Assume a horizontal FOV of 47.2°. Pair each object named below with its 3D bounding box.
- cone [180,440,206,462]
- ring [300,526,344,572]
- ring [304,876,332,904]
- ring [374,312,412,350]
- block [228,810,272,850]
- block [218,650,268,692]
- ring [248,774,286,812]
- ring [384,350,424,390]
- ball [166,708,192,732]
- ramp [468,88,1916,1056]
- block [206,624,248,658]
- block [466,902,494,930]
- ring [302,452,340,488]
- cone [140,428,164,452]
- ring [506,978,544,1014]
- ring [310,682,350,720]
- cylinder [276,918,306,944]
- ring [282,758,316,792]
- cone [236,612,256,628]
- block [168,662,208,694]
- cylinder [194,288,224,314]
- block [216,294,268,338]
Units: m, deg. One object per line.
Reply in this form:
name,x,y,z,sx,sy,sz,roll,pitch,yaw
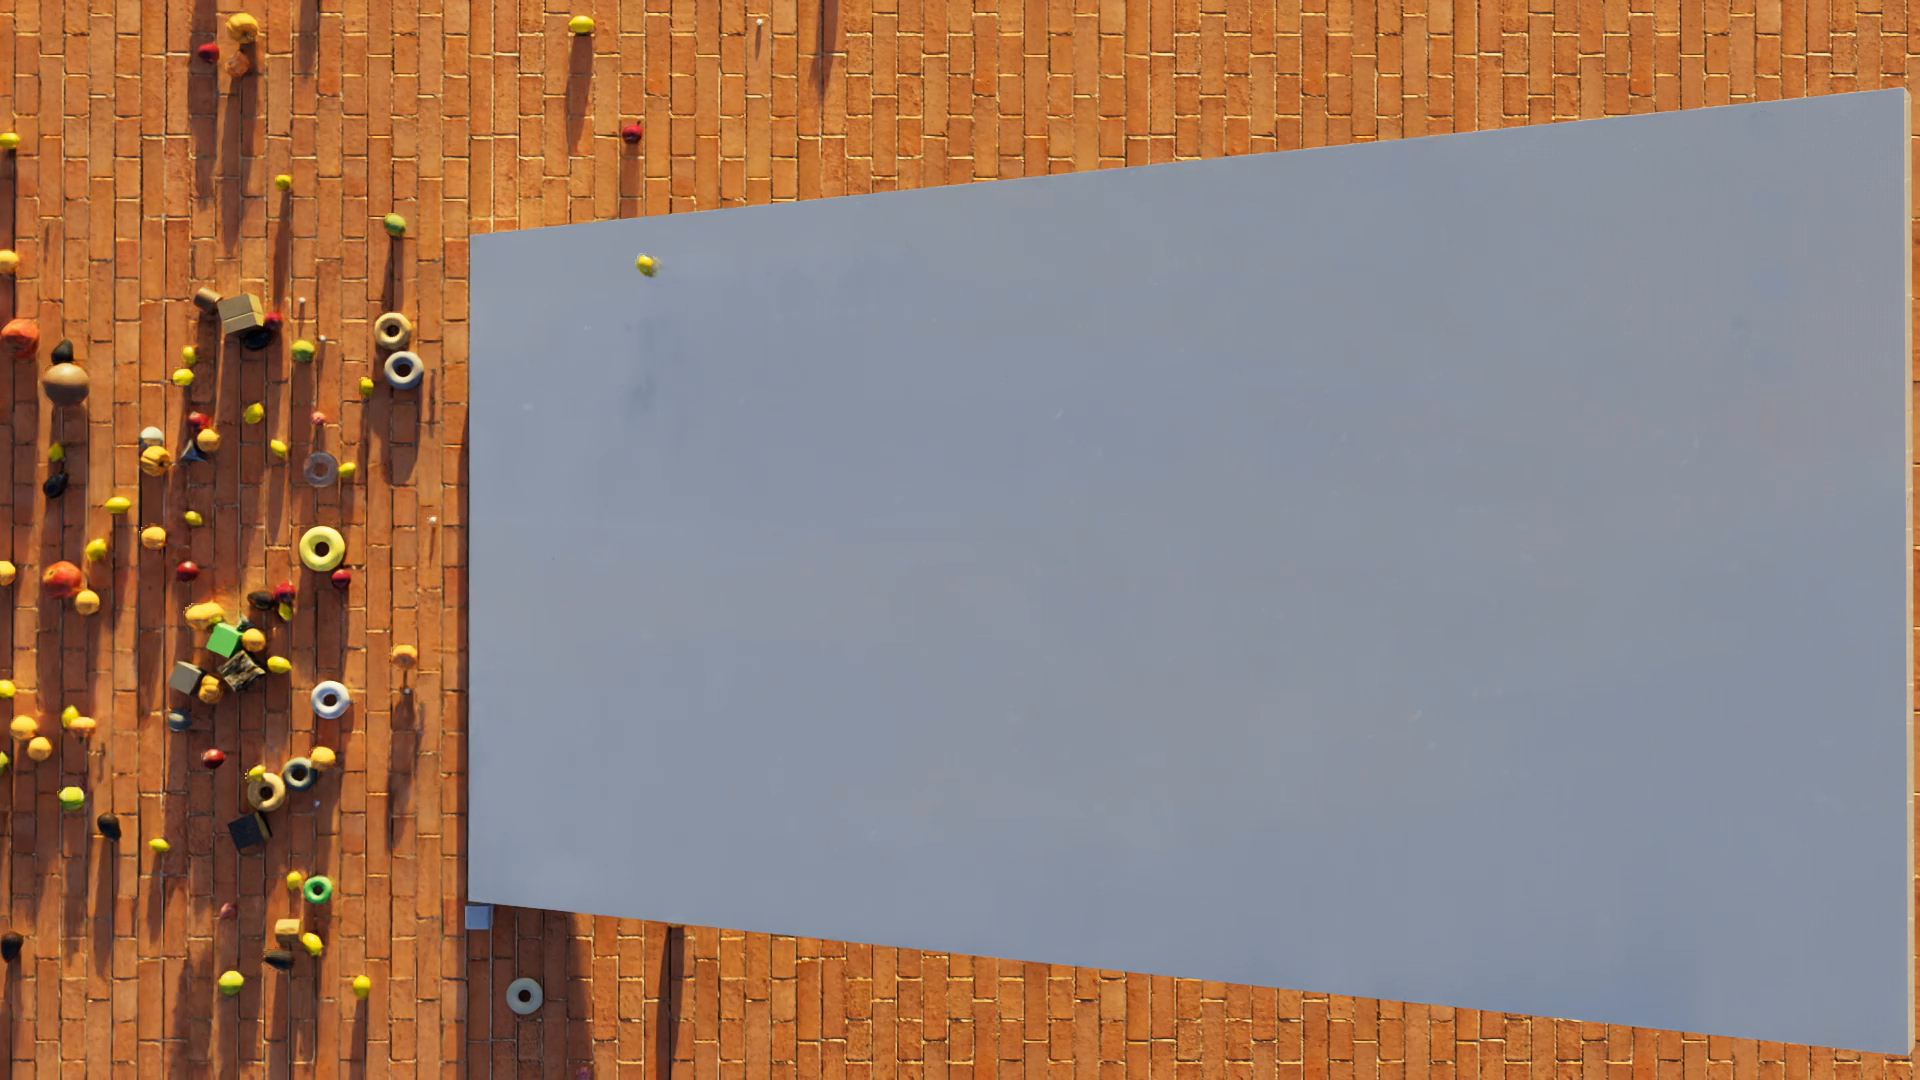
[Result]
cone,-2.318,-0.258,6.675,0.071,0.071,0.071,36,90,-30
ring,-1.934,0.027,6.666,0.137,0.046,0.137,0,89,1
ring,-1.946,1.060,6.665,0.087,0.029,0.087,0,91,0
ring,-1.722,-0.634,6.676,0.114,0.038,0.114,0,89,1
block,-2.142,0.876,6.637,0.086,0.086,0.086,-22,90,0
block,-2.165,0.395,6.641,0.089,0.089,0.089,-38,90,0
ring,-2.101,0.766,6.663,0.117,0.039,0.117,0,91,0
ring,-1.688,-0.515,6.674,0.120,0.040,0.120,0,89,-1
ball,-2.360,0.545,6.649,0.070,0.070,0.070,0,89,0
ramp,0.266,0.073,5.614,4.000,0.100,2.000,0,89,31
block,-2.217,0.305,6.648,0.077,0.077,0.077,24,90,0
block,-1.452,1.136,6.644,0.068,0.068,0.068,0,89,0
ring,-1.940,-0.213,6.672,0.114,0.038,0.114,0,89,-1
cone,-2.461,-0.307,6.655,0.074,0.074,0.074,0,89,0
ring,-1.318,1.381,6.658,0.112,0.037,0.112,0,89,-1
ring,-1.909,0.486,6.665,0.116,0.039,0.116,0,88,0
cylinder,-2.023,1.182,6.643,0.070,0.070,0.070,-3,89,0
ring,-2.001,0.711,6.665,0.104,0.035,0.104,0,89,-1
cone,-2.162,0.255,6.675,0.053,0.053,0.053,26,89,-26
block,-2.336,0.417,6.648,0.073,0.073,0.073,26,90,0
cylinder,-2.278,-0.723,6.665,0.062,0.062,0.062,27,90,0
block,-2.169,-0.679,6.646,0.099,0.099,0.099,-17,89,0
